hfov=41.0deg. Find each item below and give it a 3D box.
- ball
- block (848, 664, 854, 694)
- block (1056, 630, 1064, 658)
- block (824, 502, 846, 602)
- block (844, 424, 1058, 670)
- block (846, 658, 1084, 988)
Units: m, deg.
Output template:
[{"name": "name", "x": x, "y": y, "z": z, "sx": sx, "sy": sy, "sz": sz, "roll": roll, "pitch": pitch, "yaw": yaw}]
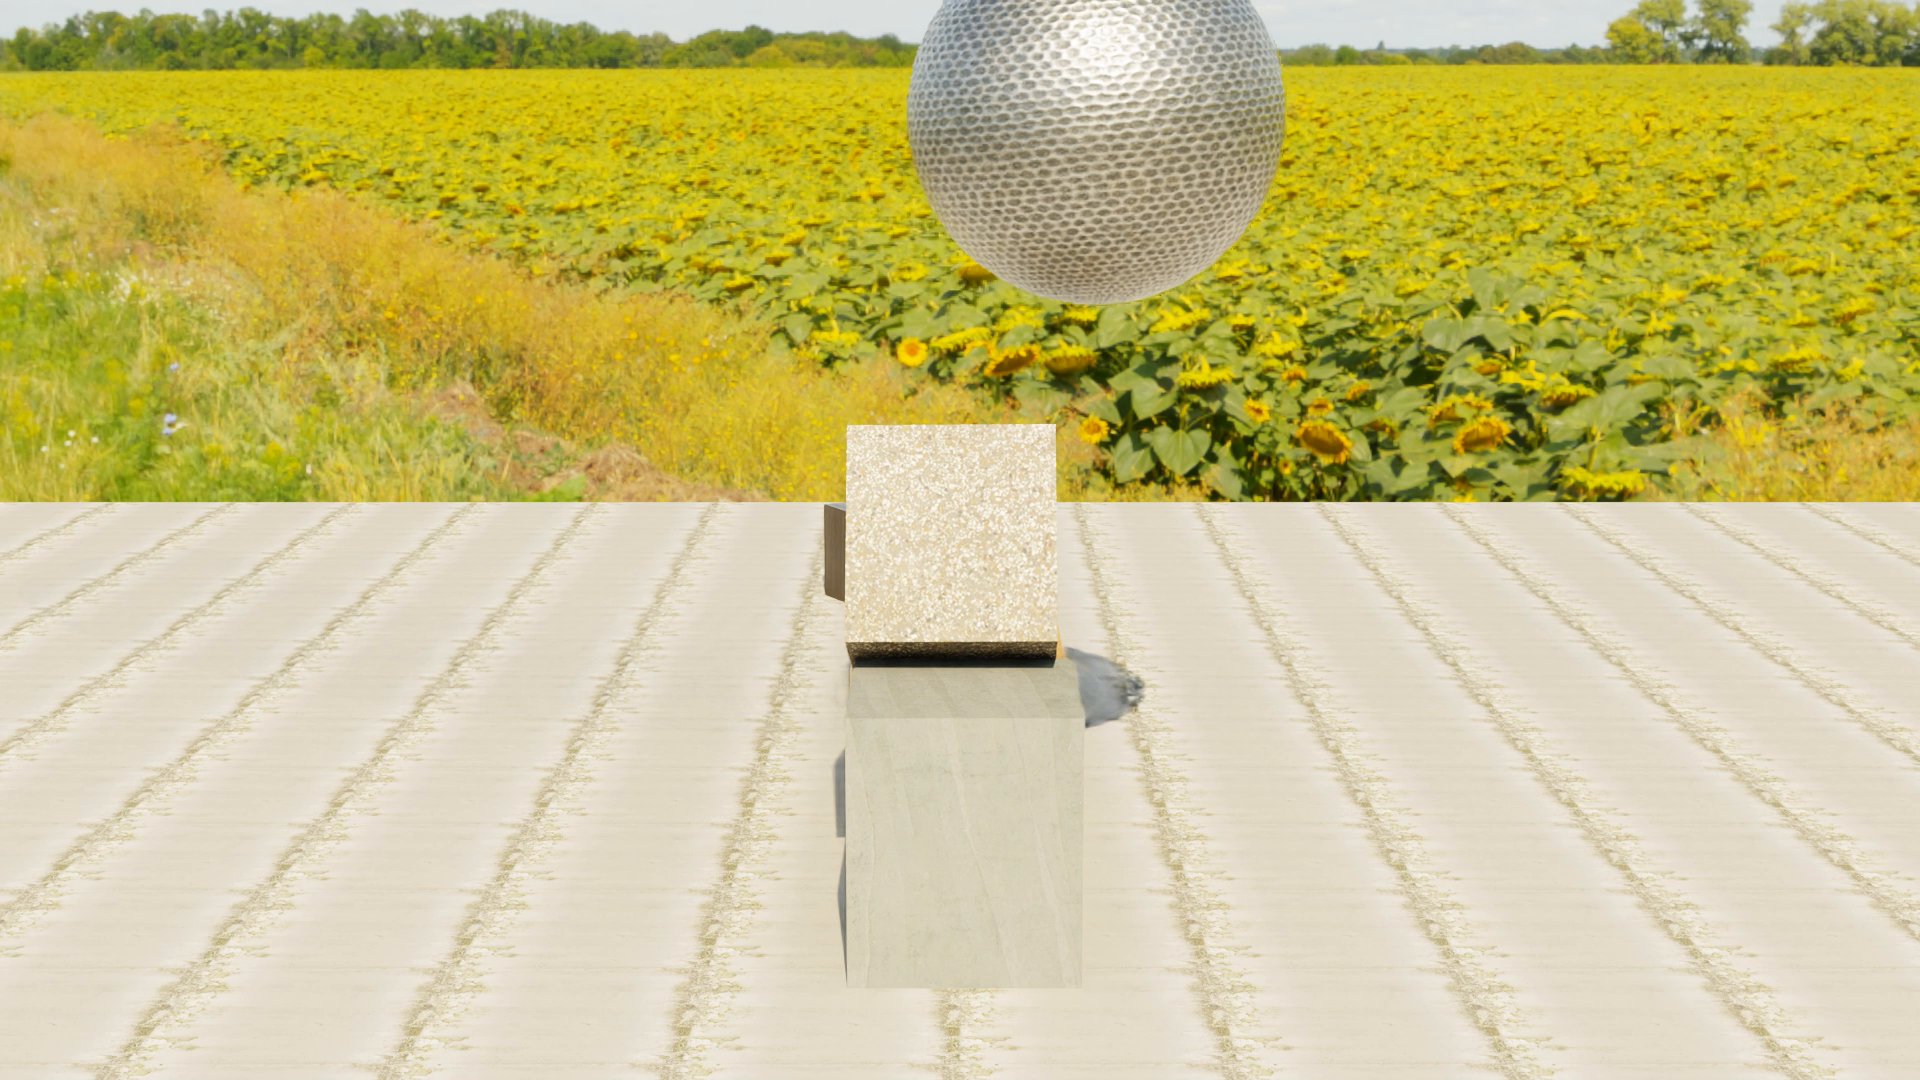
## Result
[{"name": "ball", "x": 0.573, "y": -1.796, "z": 10.854, "sx": 1.600, "sy": 1.600, "sz": 1.600, "roll": 0, "pitch": 10, "yaw": 0}, {"name": "block", "x": -0.022, "y": 0.461, "z": 13.801, "sx": 0.945, "sy": 0.907, "sz": 0.836, "roll": 2, "pitch": -12, "yaw": 9}, {"name": "block", "x": 0.010, "y": 0.881, "z": 12.343, "sx": 0.942, "sy": 0.851, "sz": 1.018, "roll": 0, "pitch": 10, "yaw": 0}, {"name": "block", "x": -0.523, "y": 0.083, "z": 17.354, "sx": 0.599, "sy": 0.627, "sz": 0.568, "roll": -6, "pitch": 12, "yaw": -29}, {"name": "block", "x": -0.029, "y": 0.064, "z": 10.939, "sx": 0.867, "sy": 0.920, "sz": 0.800, "roll": 0, "pitch": -14, "yaw": 1}, {"name": "block", "x": 0.018, "y": 1.121, "z": 10.378, "sx": 0.913, "sy": 1.081, "sz": 1.014, "roll": 0, "pitch": 10, "yaw": 0}]
